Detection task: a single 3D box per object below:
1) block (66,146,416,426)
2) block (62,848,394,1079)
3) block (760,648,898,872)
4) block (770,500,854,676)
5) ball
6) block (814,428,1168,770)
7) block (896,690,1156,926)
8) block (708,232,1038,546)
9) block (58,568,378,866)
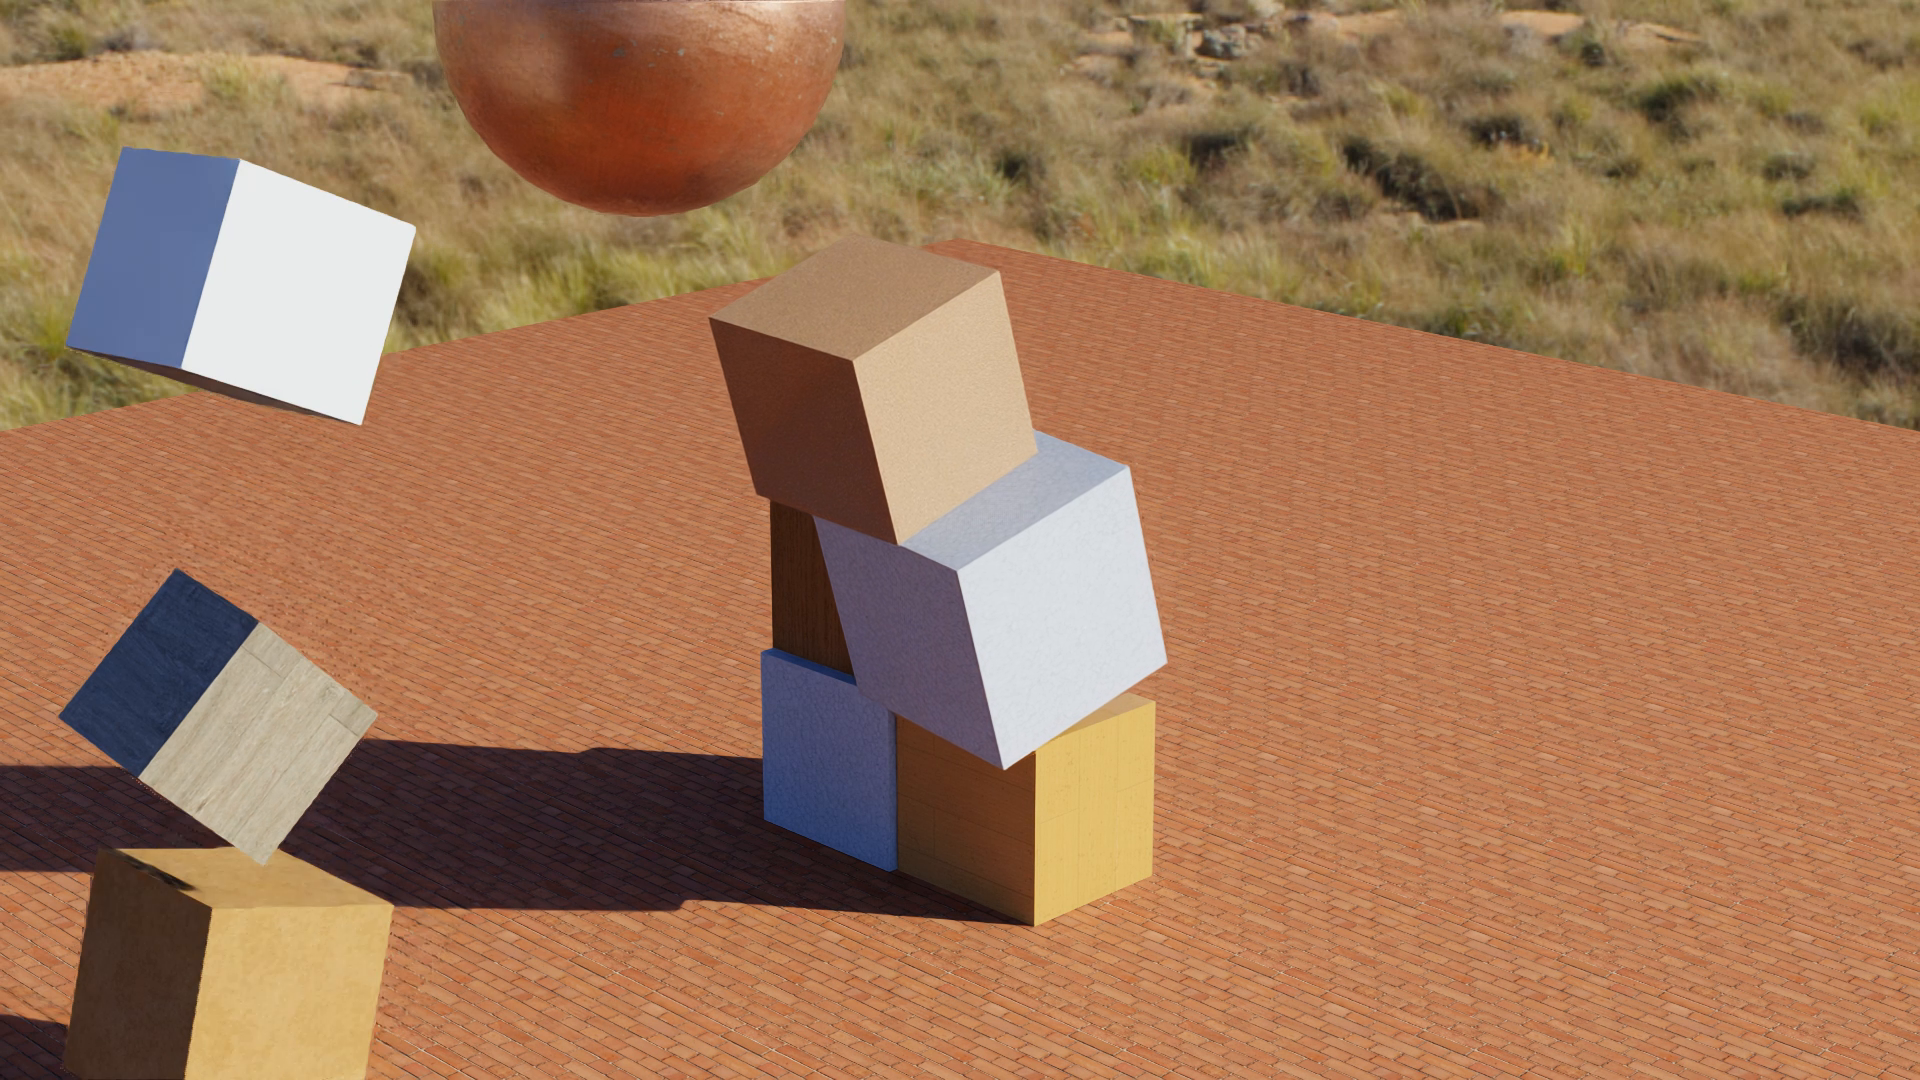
[{"bbox_3d":[-2.557,-0.904,10.439,0.760,0.739,0.765,11,-5,43],"label":"block"},{"bbox_3d":[-2.788,1.696,11.161,0.782,0.857,0.844,6,6,-46],"label":"block"},{"bbox_3d":[-0.303,0.928,13.967,0.933,0.855,0.870,-17,24,-42],"label":"block"},{"bbox_3d":[-0.373,0.157,13.764,0.721,0.736,0.733,-17,24,-42],"label":"block"},{"bbox_3d":[-1.240,-2.059,11.395,1.600,1.600,1.600,0,17,0],"label":"ball"},{"bbox_3d":[0.133,0.192,12.909,0.973,1.016,1.027,-31,34,-28],"label":"block"},{"bbox_3d":[0.297,1.122,13.351,0.782,0.852,0.870,-17,24,-42],"label":"block"},{"bbox_3d":[-0.368,-0.668,12.652,0.857,0.890,0.932,-34,36,-32],"label":"block"},{"bbox_3d":[-2.719,0.646,10.761,0.645,0.665,0.686,24,73,45],"label":"block"}]
